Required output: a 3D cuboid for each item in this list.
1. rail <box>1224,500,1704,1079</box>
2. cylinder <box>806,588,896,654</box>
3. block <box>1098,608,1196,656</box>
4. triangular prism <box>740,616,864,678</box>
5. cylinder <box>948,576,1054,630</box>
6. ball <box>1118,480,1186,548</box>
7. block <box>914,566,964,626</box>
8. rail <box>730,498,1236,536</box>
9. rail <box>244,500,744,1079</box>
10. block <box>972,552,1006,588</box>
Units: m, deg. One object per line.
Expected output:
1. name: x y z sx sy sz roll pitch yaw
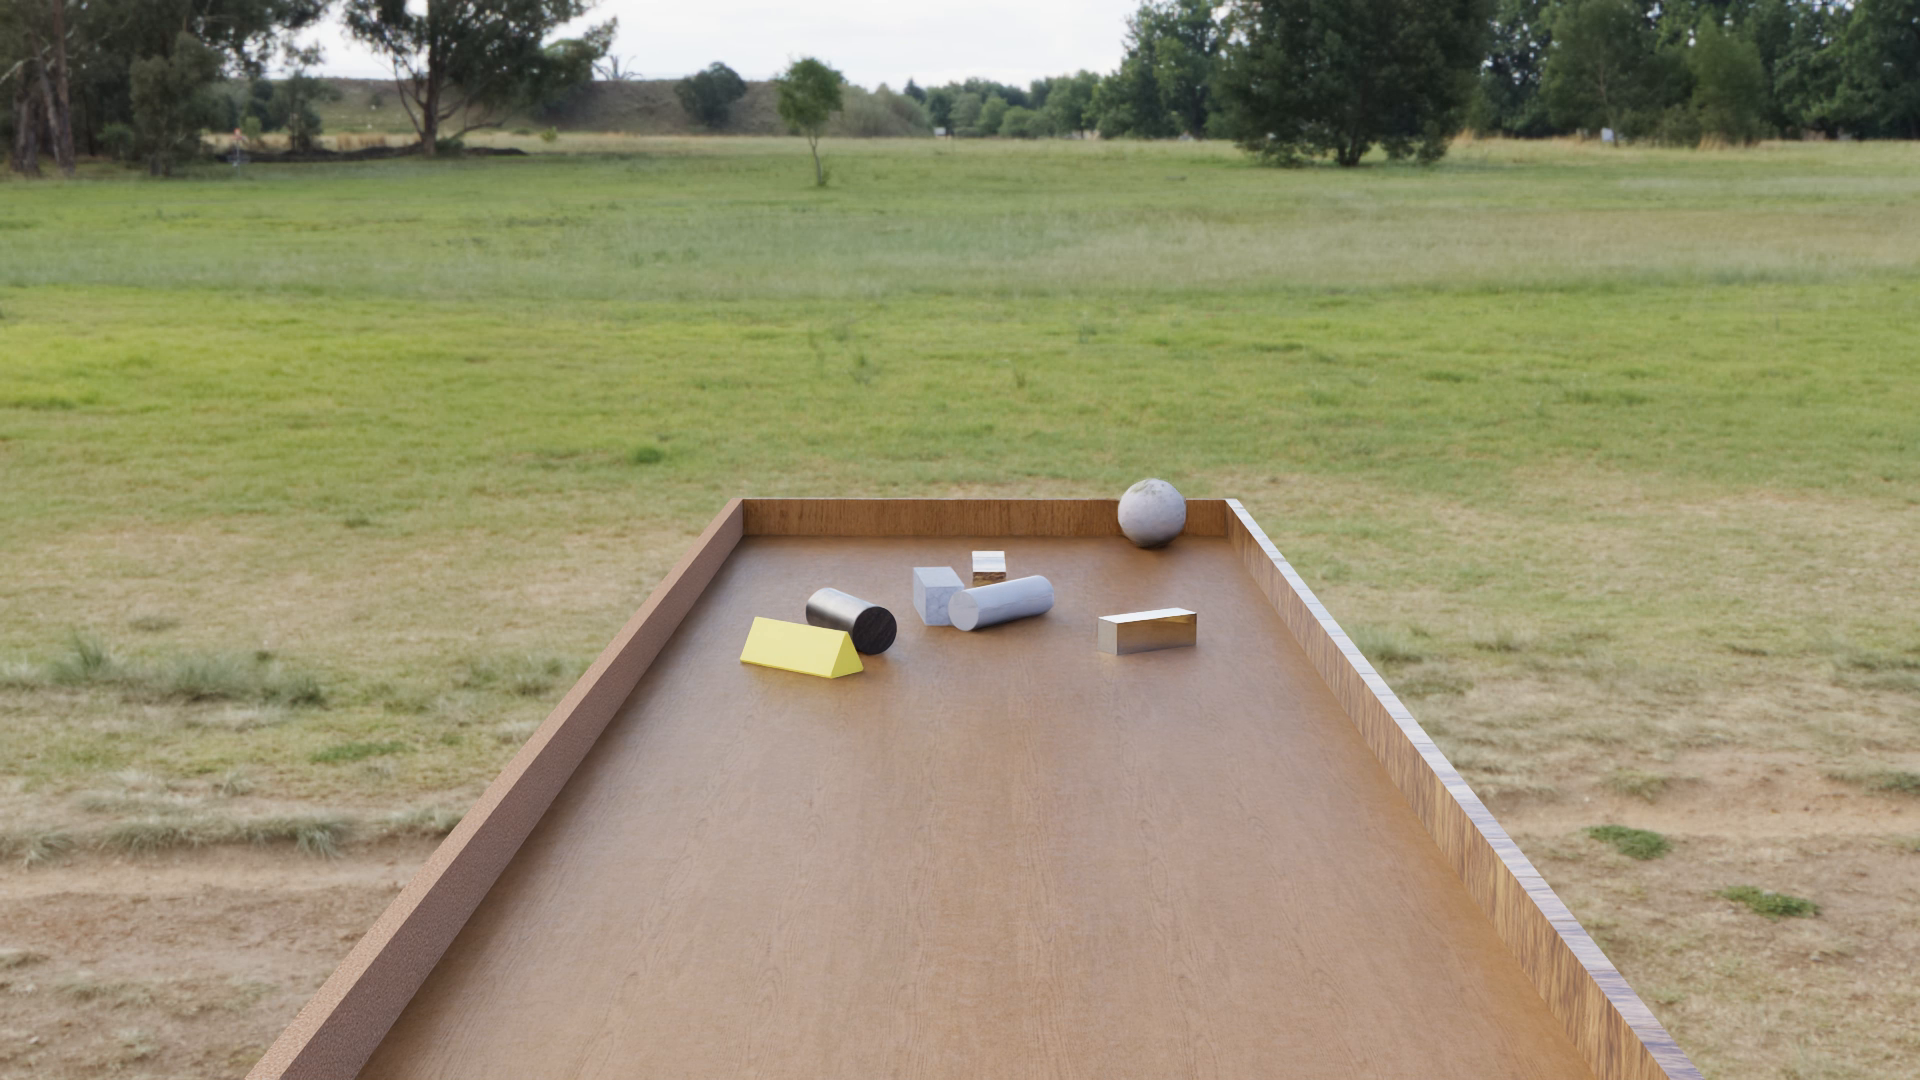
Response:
1. rail: 1.046 0.843 3.208 0.050 0.150 12.000 0 9 1
2. cylinder: -0.346 0.253 6.932 0.150 0.150 0.368 -5 10 -27
3. block: 0.586 0.286 6.878 0.308 0.103 0.103 -6 11 -31
4. triangular prism: -0.478 0.314 6.606 0.372 0.125 0.144 7 12 39
5. cylinder: 0.139 0.208 7.278 0.132 0.132 0.387 8 12 41
6. ball: 0.769 -0.107 8.805 0.275 0.275 0.275 0 9 0
7. block: -0.072 0.187 7.416 0.130 0.130 0.376 -1 9 -7
8. rail: 0.099 -0.098 9.147 2.100 0.150 0.050 0 9 1
9. rail: -1.004 0.839 3.234 0.050 0.150 12.000 0 9 1
10. block: 0.102 0.132 7.815 0.114 0.114 0.434 0 9 0
